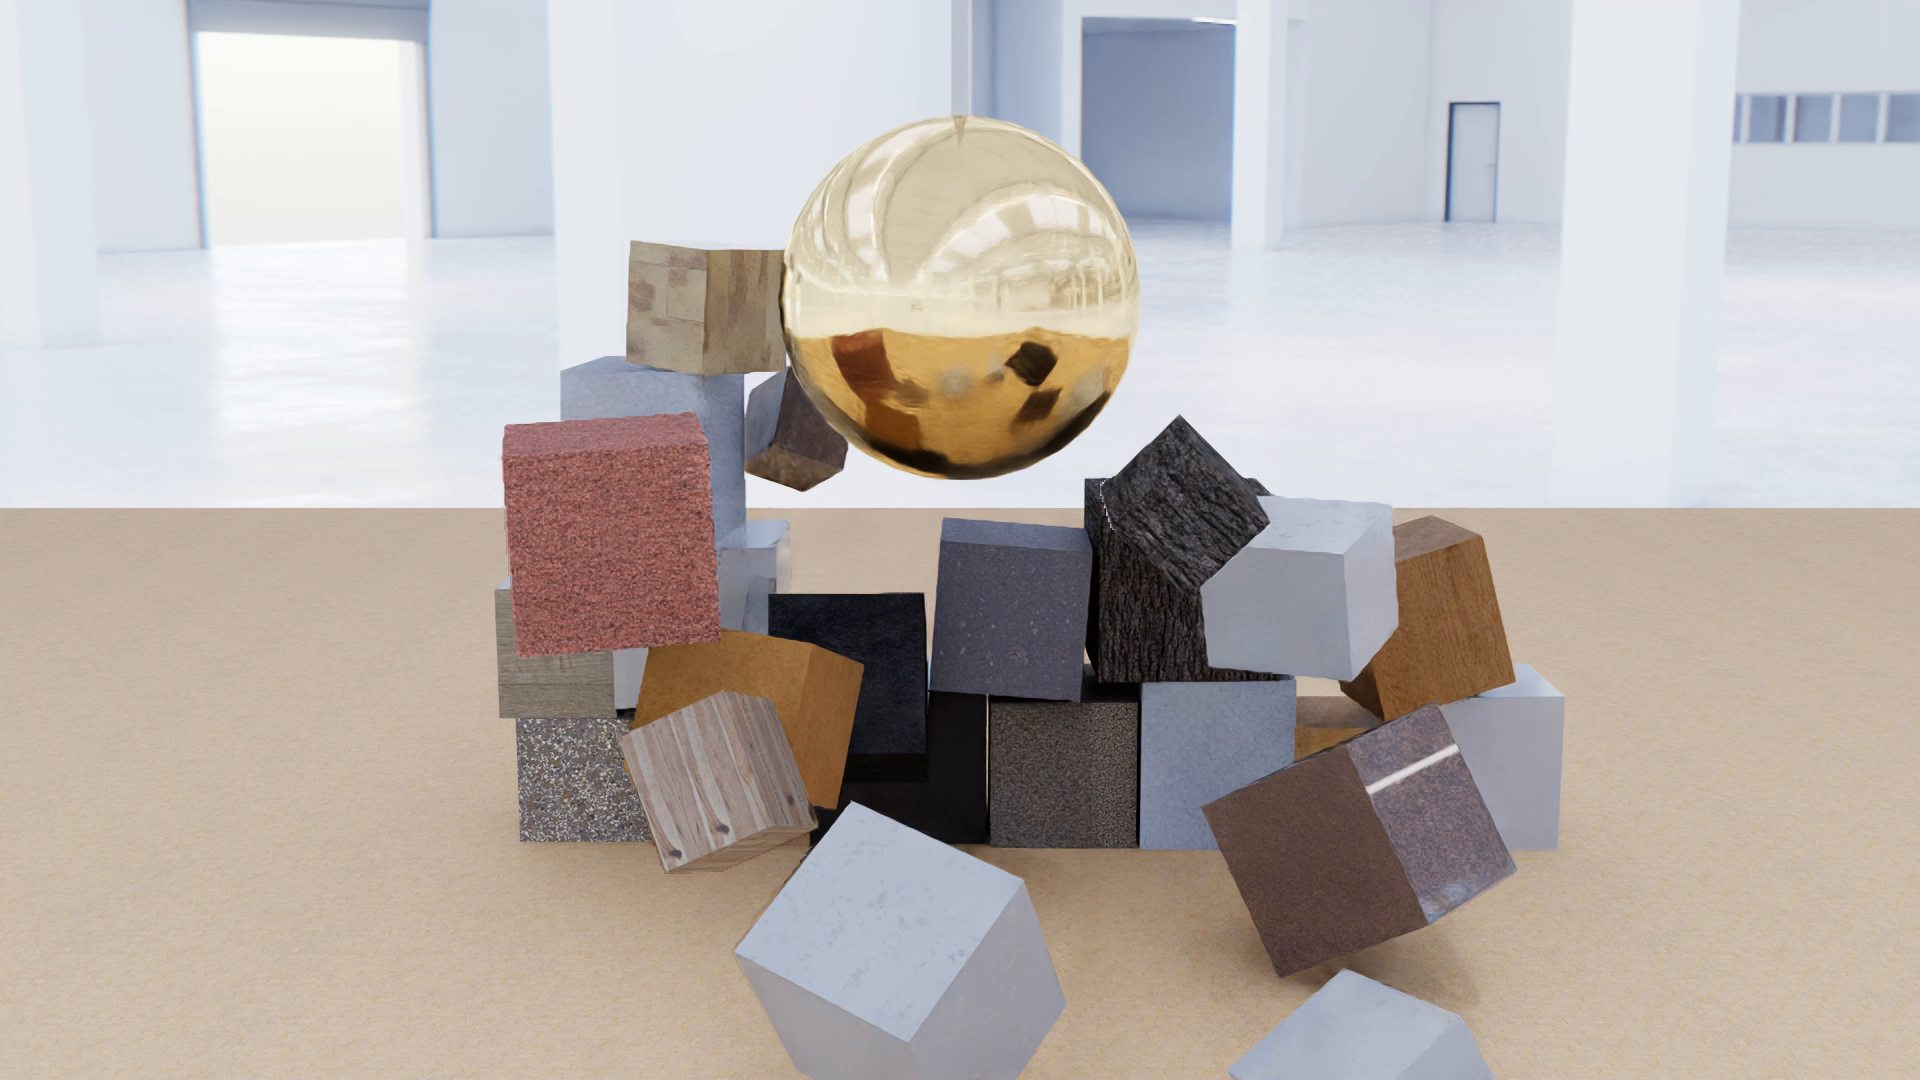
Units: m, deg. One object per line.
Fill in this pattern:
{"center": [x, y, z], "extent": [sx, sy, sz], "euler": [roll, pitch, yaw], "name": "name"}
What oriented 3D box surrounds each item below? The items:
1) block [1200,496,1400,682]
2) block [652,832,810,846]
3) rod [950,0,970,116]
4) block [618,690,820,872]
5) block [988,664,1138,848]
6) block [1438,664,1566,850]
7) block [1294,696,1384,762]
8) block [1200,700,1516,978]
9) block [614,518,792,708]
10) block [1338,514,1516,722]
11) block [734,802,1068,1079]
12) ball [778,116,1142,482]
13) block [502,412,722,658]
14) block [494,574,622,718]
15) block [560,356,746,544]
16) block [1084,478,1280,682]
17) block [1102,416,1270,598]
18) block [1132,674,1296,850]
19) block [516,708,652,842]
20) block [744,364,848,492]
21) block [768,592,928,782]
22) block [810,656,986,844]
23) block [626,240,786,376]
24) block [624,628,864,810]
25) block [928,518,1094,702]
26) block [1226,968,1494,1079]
{"center": [1.553, 0.207, 10.059], "extent": [0.695, 0.609, 0.627], "euler": [4, 23, 30], "name": "block"}
{"center": [-1.153, 1.119, 11.395], "extent": [0.790, 0.722, 0.778], "euler": [0, 10, 0], "name": "block"}
{"center": [0.000, -4.456, 9.809], "extent": [0.080, 5.200, 0.080], "euler": [0, -2, 0], "name": "rod"}
{"center": [-0.939, 0.954, 8.641], "extent": [0.457, 0.554, 0.559], "euler": [-24, -13, 11], "name": "block"}
{"center": [0.517, 1.104, 11.389], "extent": [0.731, 0.754, 0.838], "euler": [0, 10, 0], "name": "block"}
{"center": [2.670, 1.102, 11.280], "extent": [0.637, 0.791, 0.675], "euler": [0, 11, -2], "name": "block"}
{"center": [1.949, 1.179, 11.410], "extent": [0.566, 0.598, 0.617], "euler": [0, 10, 0], "name": "block"}
{"center": [1.692, 1.267, 9.341], "extent": [0.796, 0.785, 0.778], "euler": [-31, -10, 40], "name": "block"}
{"center": [-1.303, 0.364, 11.246], "extent": [0.816, 0.815, 0.824], "euler": [0, 10, 0], "name": "block"}
{"center": [2.247, 0.381, 10.999], "extent": [0.685, 0.757, 0.684], "euler": [-17, 11, -6], "name": "block"}
{"center": [-0.189, 1.539, 7.707], "extent": [0.743, 0.818, 0.690], "euler": [20, 57, 31], "name": "block"}
{"center": [0.000, -1.058, 9.692], "extent": [1.600, 1.600, 1.600], "euler": [0, 10, 0], "name": "ball"}
{"center": [-1.418, -0.039, 8.922], "extent": [0.789, 0.796, 0.778], "euler": [-5, 13, -10], "name": "block"}
{"center": [-2.017, 0.518, 11.275], "extent": [0.592, 0.662, 0.585], "euler": [0, 10, 0], "name": "block"}
{"center": [-1.531, -0.459, 11.089], "extent": [0.721, 0.861, 0.814], "euler": [1, 10, 7], "name": "block"}
{"center": [1.114, 0.186, 11.192], "extent": [0.896, 0.881, 0.892], "euler": [0, 10, -2], "name": "block"}
{"center": [0.884, -0.139, 8.675], "extent": [0.424, 0.434, 0.493], "euler": [43, 12, -14], "name": "block"}
{"center": [1.280, 1.046, 11.368], "extent": [0.762, 0.874, 0.861], "euler": [0, 10, 0], "name": "block"}
{"center": [-1.892, 1.160, 11.391], "extent": [0.675, 0.642, 0.608], "euler": [0, 10, 0], "name": "block"}
{"center": [-0.865, -0.582, 11.615], "extent": [0.414, 0.455, 0.493], "euler": [19, -21, -25], "name": "block"}
{"center": [-0.525, 0.722, 10.550], "extent": [0.726, 0.761, 0.765], "euler": [-1, -16, 0], "name": "block"}
{"center": [-0.312, 1.076, 11.388], "extent": [0.886, 0.798, 0.765], "euler": [0, 10, 0], "name": "block"}
{"center": [-1.233, -1.148, 10.784], "extent": [0.552, 0.596, 0.562], "euler": [13, 14, 39], "name": "block"}
{"center": [-0.924, 0.764, 9.589], "extent": [0.716, 0.659, 0.767], "euler": [9, -7, 16], "name": "block"}
{"center": [0.252, 0.340, 11.150], "extent": [0.748, 0.750, 0.731], "euler": [4, 10, 0], "name": "block"}
{"center": [1.348, 1.843, 7.085], "extent": [0.543, 0.572, 0.611], "euler": [-36, 19, -19], "name": "block"}
